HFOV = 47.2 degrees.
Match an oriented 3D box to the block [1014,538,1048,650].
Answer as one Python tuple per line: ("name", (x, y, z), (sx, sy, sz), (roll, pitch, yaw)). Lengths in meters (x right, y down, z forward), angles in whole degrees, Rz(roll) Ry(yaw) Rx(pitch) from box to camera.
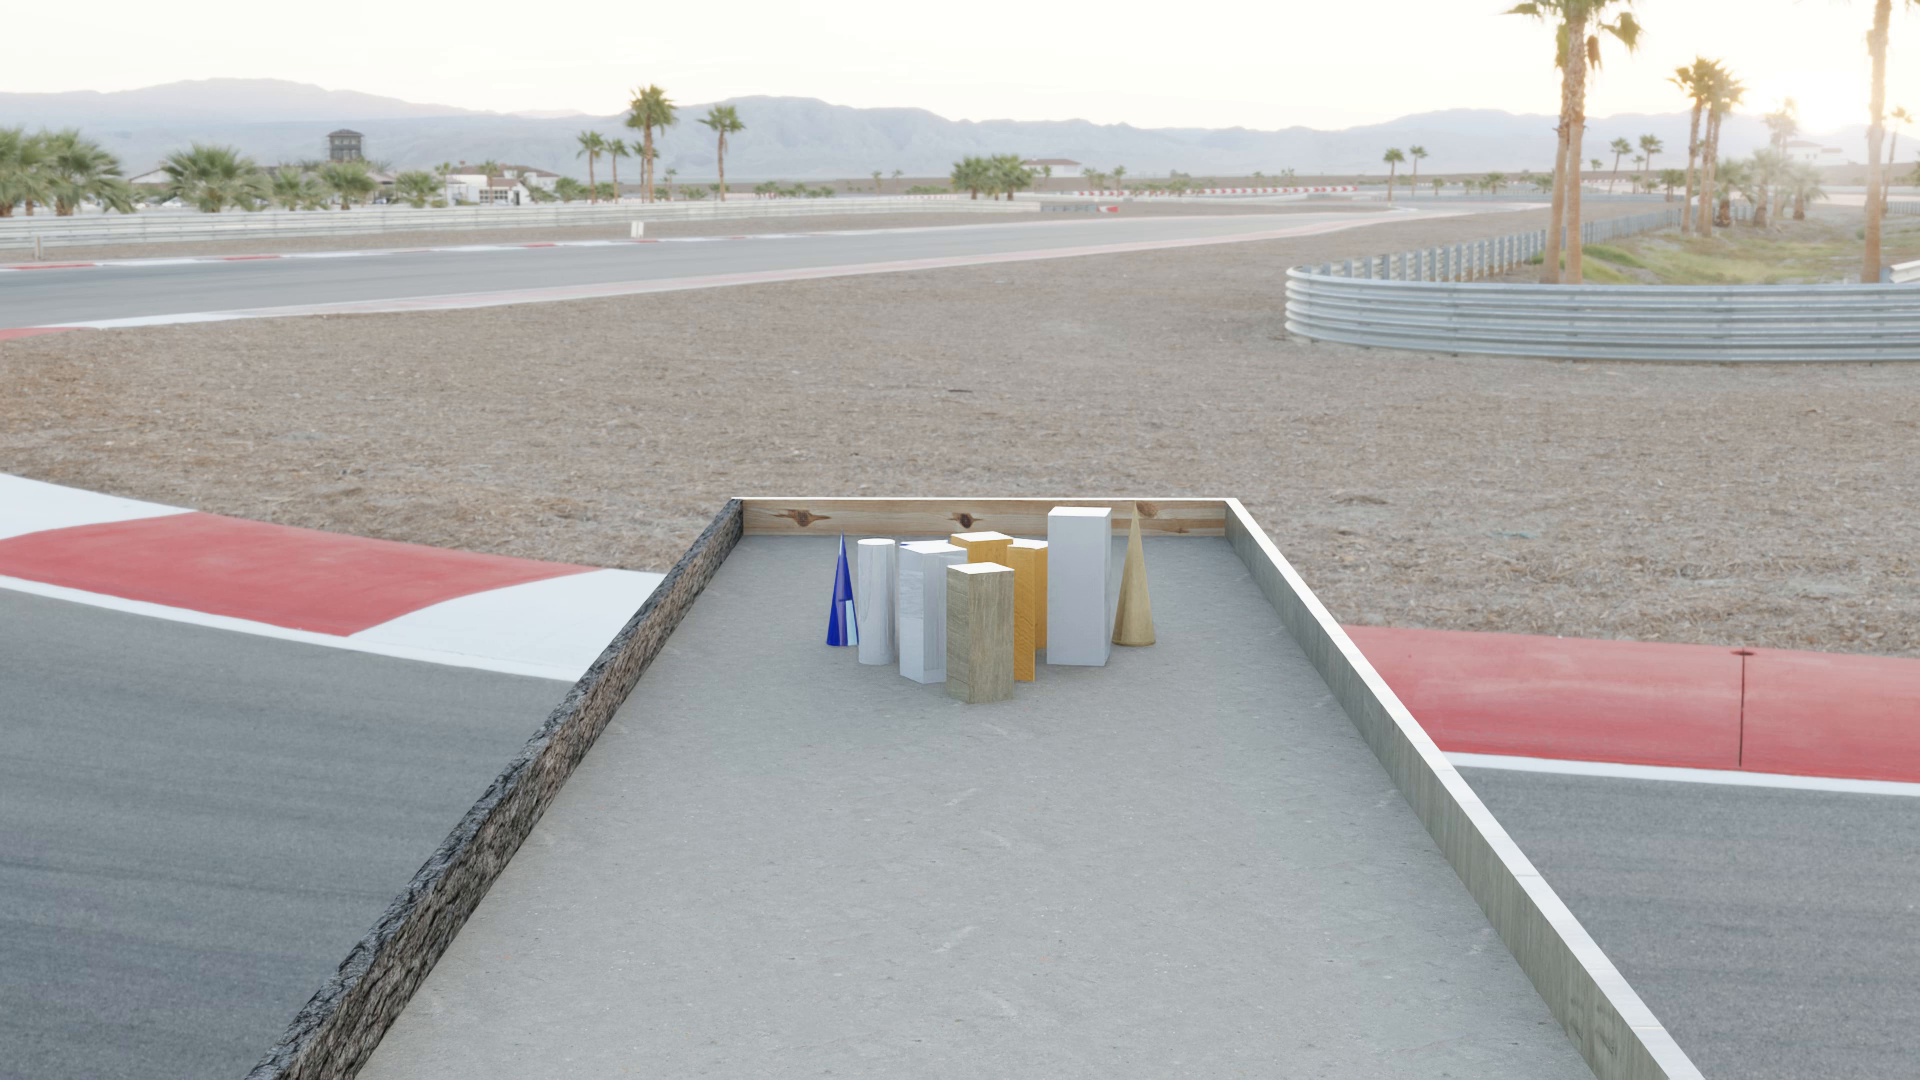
("block", (0.200, 0.170, 6.915), (0.165, 0.319, 0.165), (6, 11, 33))

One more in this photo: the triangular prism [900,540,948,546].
("triangular prism", (-0.086, 0.167, 6.939), (0.151, 0.319, 0.131), (9, 12, 43))

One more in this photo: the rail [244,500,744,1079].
("rail", (-1.004, 0.839, 3.234), (0.050, 0.150, 12.000), (0, 9, 1))

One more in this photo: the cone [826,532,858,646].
("cone", (-0.369, 0.144, 6.927), (0.108, 0.367, 0.108), (0, 9, 0))

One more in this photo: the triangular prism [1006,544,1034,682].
("triangular prism", (0.191, 0.209, 6.429), (0.087, 0.395, 0.075), (4, 10, 23))

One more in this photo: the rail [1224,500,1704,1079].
("rail", (1.046, 0.843, 3.208), (0.050, 0.150, 12.000), (0, 9, 1))

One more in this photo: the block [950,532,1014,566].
("block", (0.067, 0.179, 6.650), (0.143, 0.385, 0.143), (-4, 10, -23))

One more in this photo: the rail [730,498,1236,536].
("rail", (0.099, -0.098, 9.147), (2.100, 0.150, 0.050), (0, 9, 1))

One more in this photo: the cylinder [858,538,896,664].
("cylinder", (-0.253, 0.186, 6.661), (0.111, 0.367, 0.111), (0, 9, 0))

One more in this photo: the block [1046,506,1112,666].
("block", (0.362, 0.139, 6.678), (0.173, 0.455, 0.173), (2, 9, 10))

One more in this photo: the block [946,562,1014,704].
("block", (0.057, 0.261, 6.186), (0.141, 0.369, 0.141), (-4, 10, -26))

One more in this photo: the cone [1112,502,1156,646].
("cone", (0.550, 0.099, 6.931), (0.141, 0.456, 0.141), (0, 9, 0))

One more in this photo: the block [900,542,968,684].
("block", (-0.078, 0.212, 6.444), (0.146, 0.383, 0.146), (-5, 10, -29))
